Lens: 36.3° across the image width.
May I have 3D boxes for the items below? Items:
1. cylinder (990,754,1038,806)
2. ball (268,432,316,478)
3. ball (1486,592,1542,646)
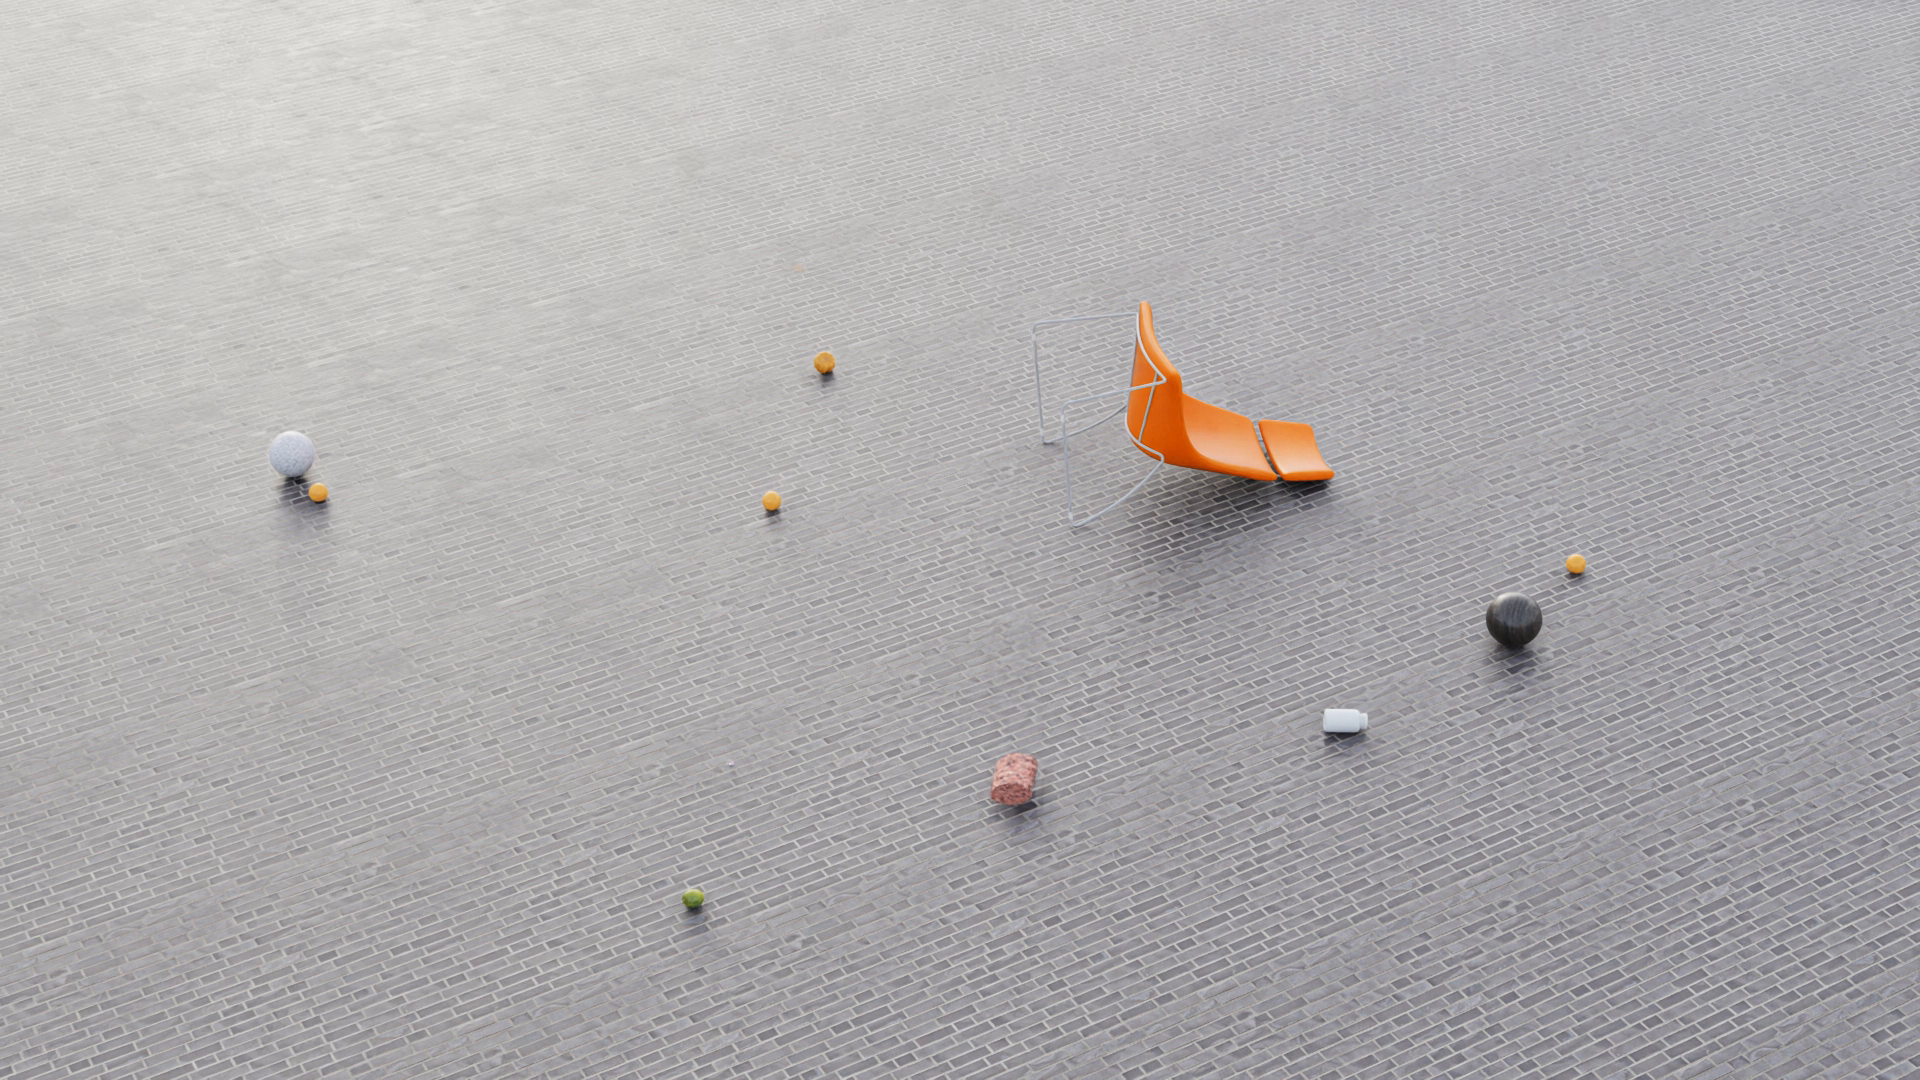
[{"bbox_3d":[0.180,0.788,9.665,0.138,0.088,0.163,-6,31,15],"label":"cylinder"},{"bbox_3d":[-2.572,-0.331,11.286,0.177,0.177,0.177,0,33,0],"label":"ball"},{"bbox_3d":[1.954,0.279,10.342,0.197,0.197,0.197,0,33,0],"label":"ball"}]
